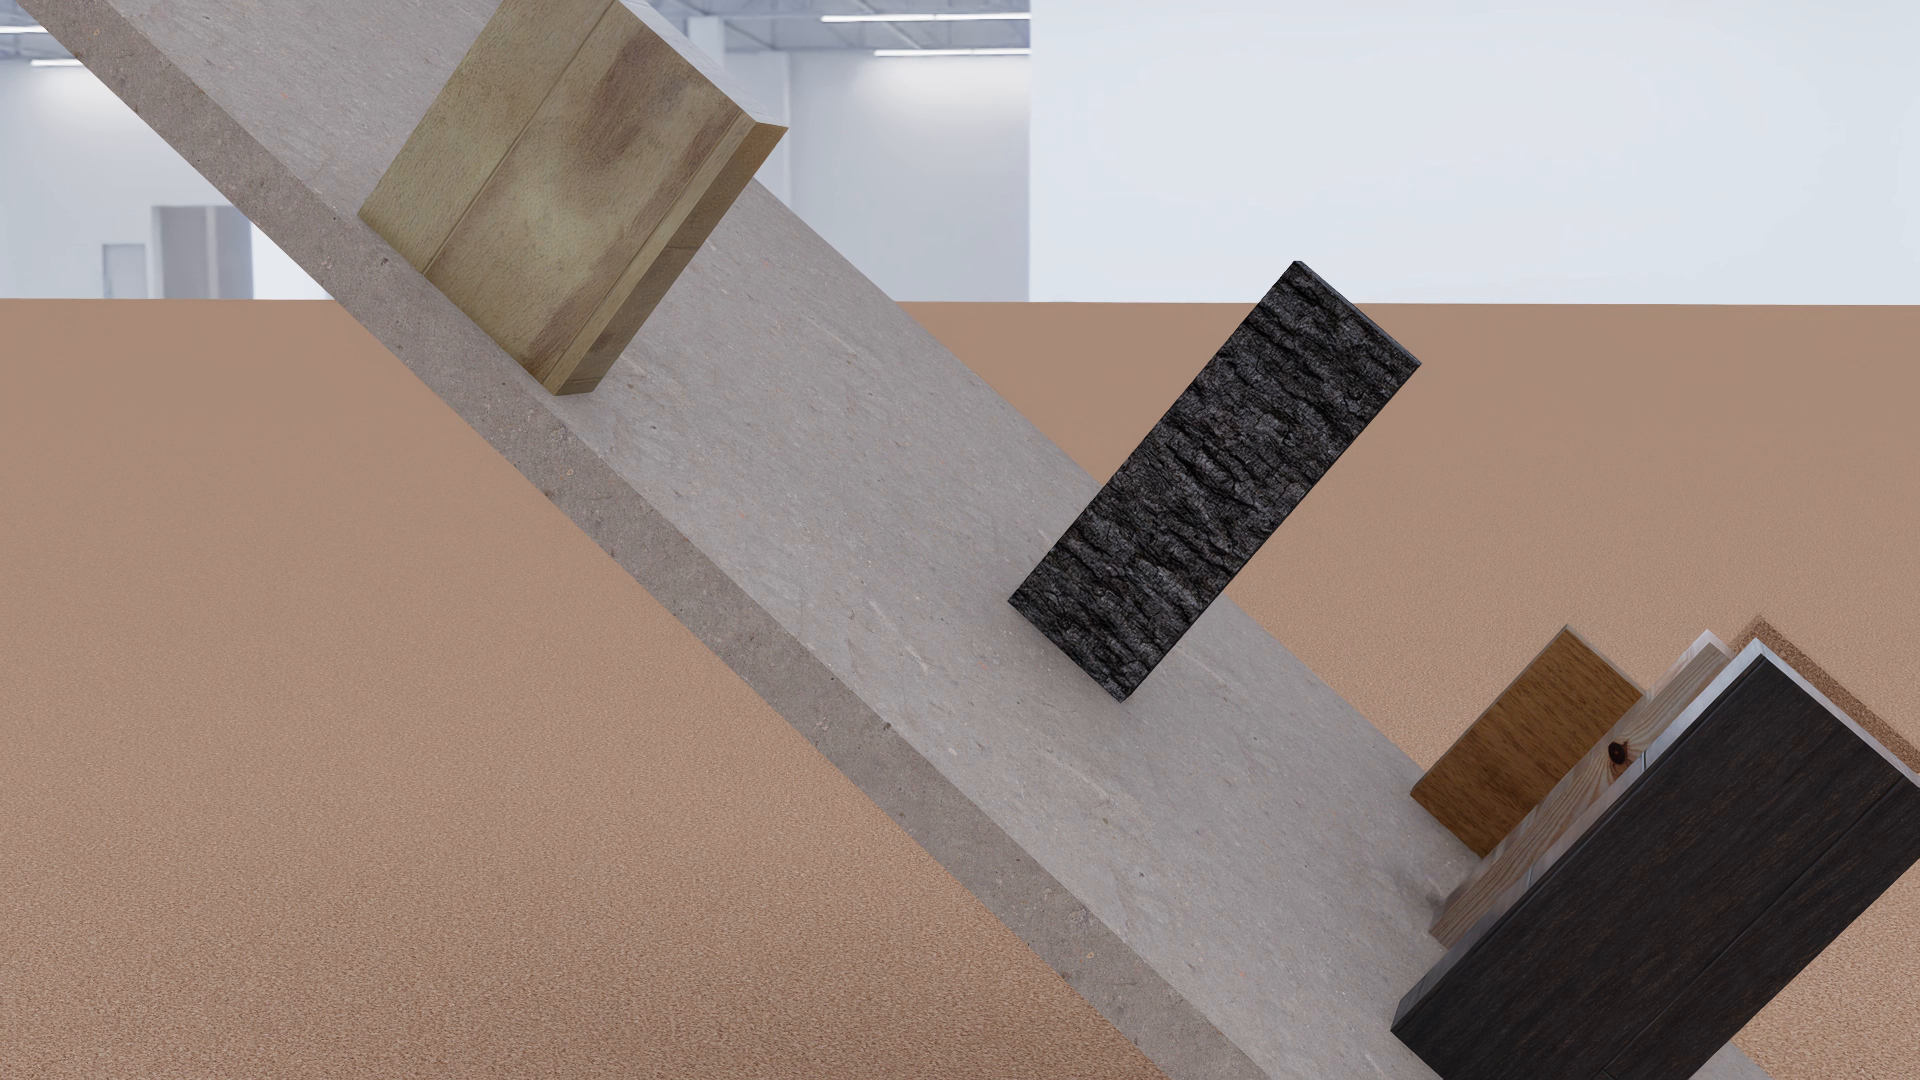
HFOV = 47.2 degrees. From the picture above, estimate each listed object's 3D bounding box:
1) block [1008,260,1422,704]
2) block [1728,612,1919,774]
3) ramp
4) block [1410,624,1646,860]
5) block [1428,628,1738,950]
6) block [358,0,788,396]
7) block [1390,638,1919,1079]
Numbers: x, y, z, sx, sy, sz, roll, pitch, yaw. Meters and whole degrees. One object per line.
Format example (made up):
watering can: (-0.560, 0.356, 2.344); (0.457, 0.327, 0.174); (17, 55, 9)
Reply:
block: (0.426, -0.094, 3.749); (0.265, 0.766, 0.086); (42, 16, 9)
block: (1.398, 0.551, 4.167); (0.387, 0.766, 0.093); (42, 16, 9)
ramp: (0.009, 0.038, 4.036); (4.000, 0.100, 2.000); (42, 16, 9)
block: (1.253, 0.494, 4.523); (0.432, 0.475, 0.080); (42, 16, 9)
block: (1.205, 0.548, 3.853); (0.368, 0.710, 0.143); (42, 16, 9)
block: (-0.570, -0.539, 3.216); (0.414, 0.503, 0.123); (42, 16, 9)
block: (1.057, 0.568, 3.314); (0.354, 0.800, 0.146); (42, 16, 9)
